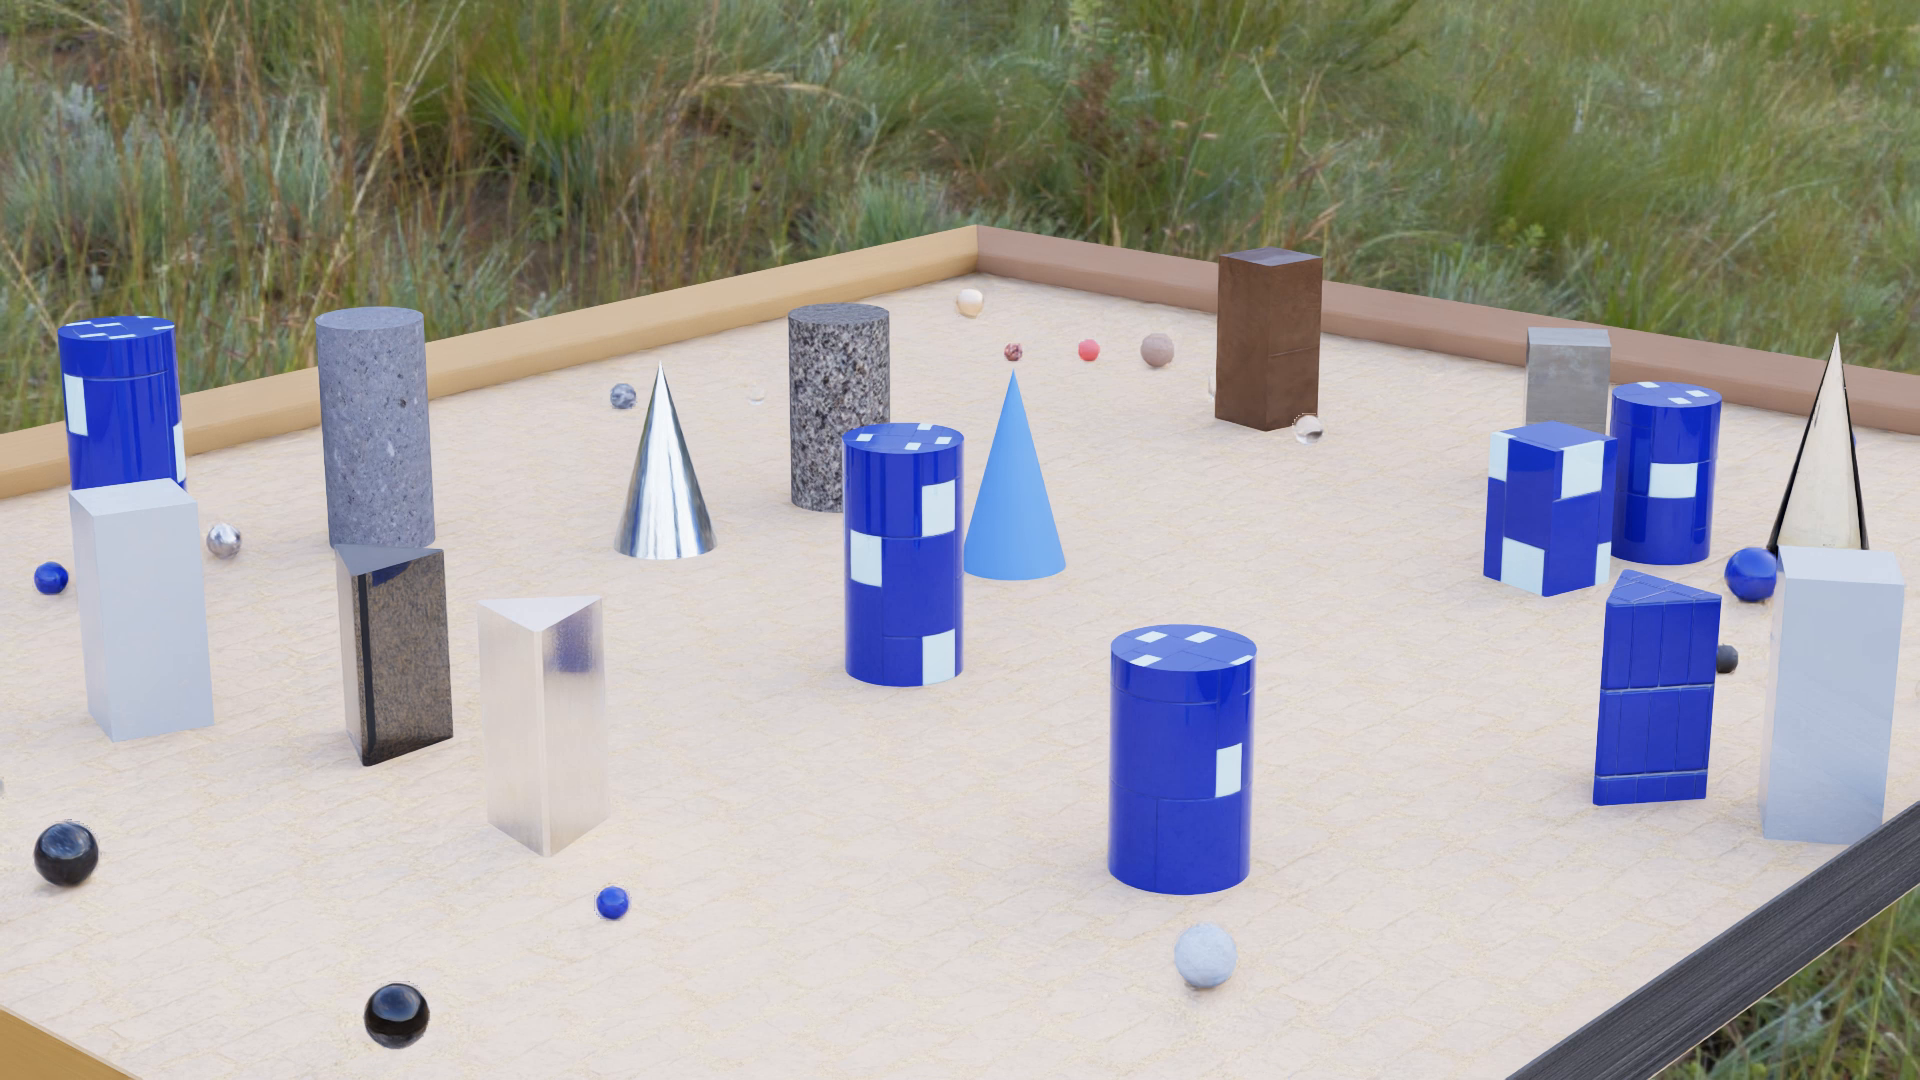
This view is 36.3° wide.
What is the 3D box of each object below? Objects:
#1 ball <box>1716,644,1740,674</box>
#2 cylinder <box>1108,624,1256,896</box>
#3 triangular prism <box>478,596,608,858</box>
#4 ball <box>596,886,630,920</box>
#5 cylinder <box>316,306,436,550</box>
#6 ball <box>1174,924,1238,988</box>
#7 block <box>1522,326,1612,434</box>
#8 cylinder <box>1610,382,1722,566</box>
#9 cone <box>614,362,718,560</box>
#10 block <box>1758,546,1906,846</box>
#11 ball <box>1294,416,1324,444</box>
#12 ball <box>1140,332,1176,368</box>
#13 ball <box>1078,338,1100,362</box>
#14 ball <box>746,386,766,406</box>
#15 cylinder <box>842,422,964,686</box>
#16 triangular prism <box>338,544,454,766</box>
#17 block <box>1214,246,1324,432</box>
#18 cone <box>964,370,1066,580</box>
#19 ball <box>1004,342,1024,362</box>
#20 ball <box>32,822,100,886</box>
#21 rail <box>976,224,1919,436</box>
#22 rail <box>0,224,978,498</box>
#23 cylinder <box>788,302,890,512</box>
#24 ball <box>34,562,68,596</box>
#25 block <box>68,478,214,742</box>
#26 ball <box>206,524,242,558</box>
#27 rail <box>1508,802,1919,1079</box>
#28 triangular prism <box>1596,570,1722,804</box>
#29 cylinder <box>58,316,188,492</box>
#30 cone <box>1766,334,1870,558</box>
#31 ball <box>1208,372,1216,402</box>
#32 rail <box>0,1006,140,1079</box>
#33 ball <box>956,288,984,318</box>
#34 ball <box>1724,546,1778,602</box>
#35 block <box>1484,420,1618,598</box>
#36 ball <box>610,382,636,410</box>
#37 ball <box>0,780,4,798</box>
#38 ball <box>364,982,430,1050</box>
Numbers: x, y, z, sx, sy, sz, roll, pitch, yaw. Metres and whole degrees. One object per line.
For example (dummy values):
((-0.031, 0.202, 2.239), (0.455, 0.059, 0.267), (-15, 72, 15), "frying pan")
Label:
((1.233, 0.192, 4.730), (0.047, 0.047, 0.047), (0, 17, 0), "ball")
((0.297, 0.292, 3.934), (0.194, 0.314, 0.194), (0, 17, 0), "cylinder")
((-0.556, 0.247, 4.065), (0.146, 0.326, 0.168), (-12, 21, -35), "triangular prism")
((-0.451, 0.471, 3.809), (0.043, 0.043, 0.043), (0, 17, 0), "ball")
((-1.072, -0.201, 5.383), (0.194, 0.422, 0.194), (0, 17, 0), "cylinder")
((0.303, 0.512, 3.613), (0.079, 0.079, 0.079), (0, 17, 0), "ball")
((1.198, -0.262, 5.812), (0.155, 0.290, 0.155), (3, 17, 9), "block")
((1.279, -0.123, 5.345), (0.194, 0.294, 0.194), (0, 17, 0), "cylinder")
((-0.544, -0.159, 5.372), (0.194, 0.349, 0.194), (0, 17, 0), "cone")
((1.207, 0.216, 4.075), (0.155, 0.380, 0.155), (3, 17, 11), "block")
((0.726, -0.228, 6.097), (0.061, 0.061, 0.061), (0, 17, 0), "ball")
((0.456, -0.439, 6.762), (0.080, 0.080, 0.080), (0, 17, 0), "ball")
((0.300, -0.441, 6.819), (0.053, 0.053, 0.053), (0, 17, 0), "ball")
((-0.447, -0.316, 6.423), (0.042, 0.042, 0.042), (0, 17, 0), "ball")
((-0.090, 0.022, 4.708), (0.194, 0.385, 0.194), (0, 17, 0), "cylinder")
((-0.880, 0.161, 4.399), (0.146, 0.296, 0.168), (14, 22, 38), "triangular prism")
((0.658, -0.430, 6.257), (0.155, 0.356, 0.155), (-13, 21, -37), "block")
((0.095, -0.130, 5.248), (0.194, 0.364, 0.194), (0, 17, 0), "cone")
((0.125, -0.436, 6.815), (0.045, 0.045, 0.045), (0, 17, 0), "ball")
((-1.192, 0.419, 3.910), (0.085, 0.085, 0.085), (0, 17, 0), "ball")
((1.389, -0.430, 6.652), (3.607, 0.126, 0.045), (14, 22, 39), "rail")
((-1.344, -0.305, 6.237), (0.045, 0.126, 4.284), (14, 22, 39), "rail")
((-0.232, -0.256, 5.658), (0.194, 0.369, 0.194), (0, 17, 0), "cylinder")
((-1.588, 0.067, 5.122), (0.059, 0.059, 0.059), (0, 17, 0), "ball")
((-1.250, 0.105, 4.481), (0.155, 0.357, 0.155), (-9, 19, -28), "block")
((-1.337, 0.002, 5.329), (0.064, 0.064, 0.064), (0, 17, 0), "ball")
((1.344, 0.369, 4.003), (0.045, 0.126, 4.284), (14, 22, 39), "rail")
((0.979, 0.208, 4.229), (0.168, 0.304, 0.146), (-3, 17, -9), "triangular prism")
((-1.446, -0.138, 5.091), (0.194, 0.470, 0.194), (0, 17, 0), "cylinder")
((1.548, -0.161, 5.232), (0.194, 0.431, 0.194), (0, 17, 0), "cone")
((0.585, -0.332, 6.389), (0.089, 0.089, 0.089), (0, 17, 0), "ball")
((-1.389, 0.494, 3.589), (3.607, 0.126, 0.045), (14, 22, 39), "rail")
((0.024, -0.588, 7.270), (0.073, 0.073, 0.073), (0, 17, 0), "ball")
((1.375, 0.060, 5.080), (0.097, 0.097, 0.097), (0, 17, 0), "ball")
((1.042, -0.057, 5.180), (0.155, 0.263, 0.155), (-12, 20, -34), "block")
((-0.734, -0.313, 6.385), (0.058, 0.058, 0.058), (0, 17, 0), "ball")
((-1.389, 0.356, 4.195), (0.042, 0.042, 0.042), (0, 17, 0), "ball")
((-0.664, 0.561, 3.454), (0.077, 0.077, 0.077), (0, 17, 0), "ball")
